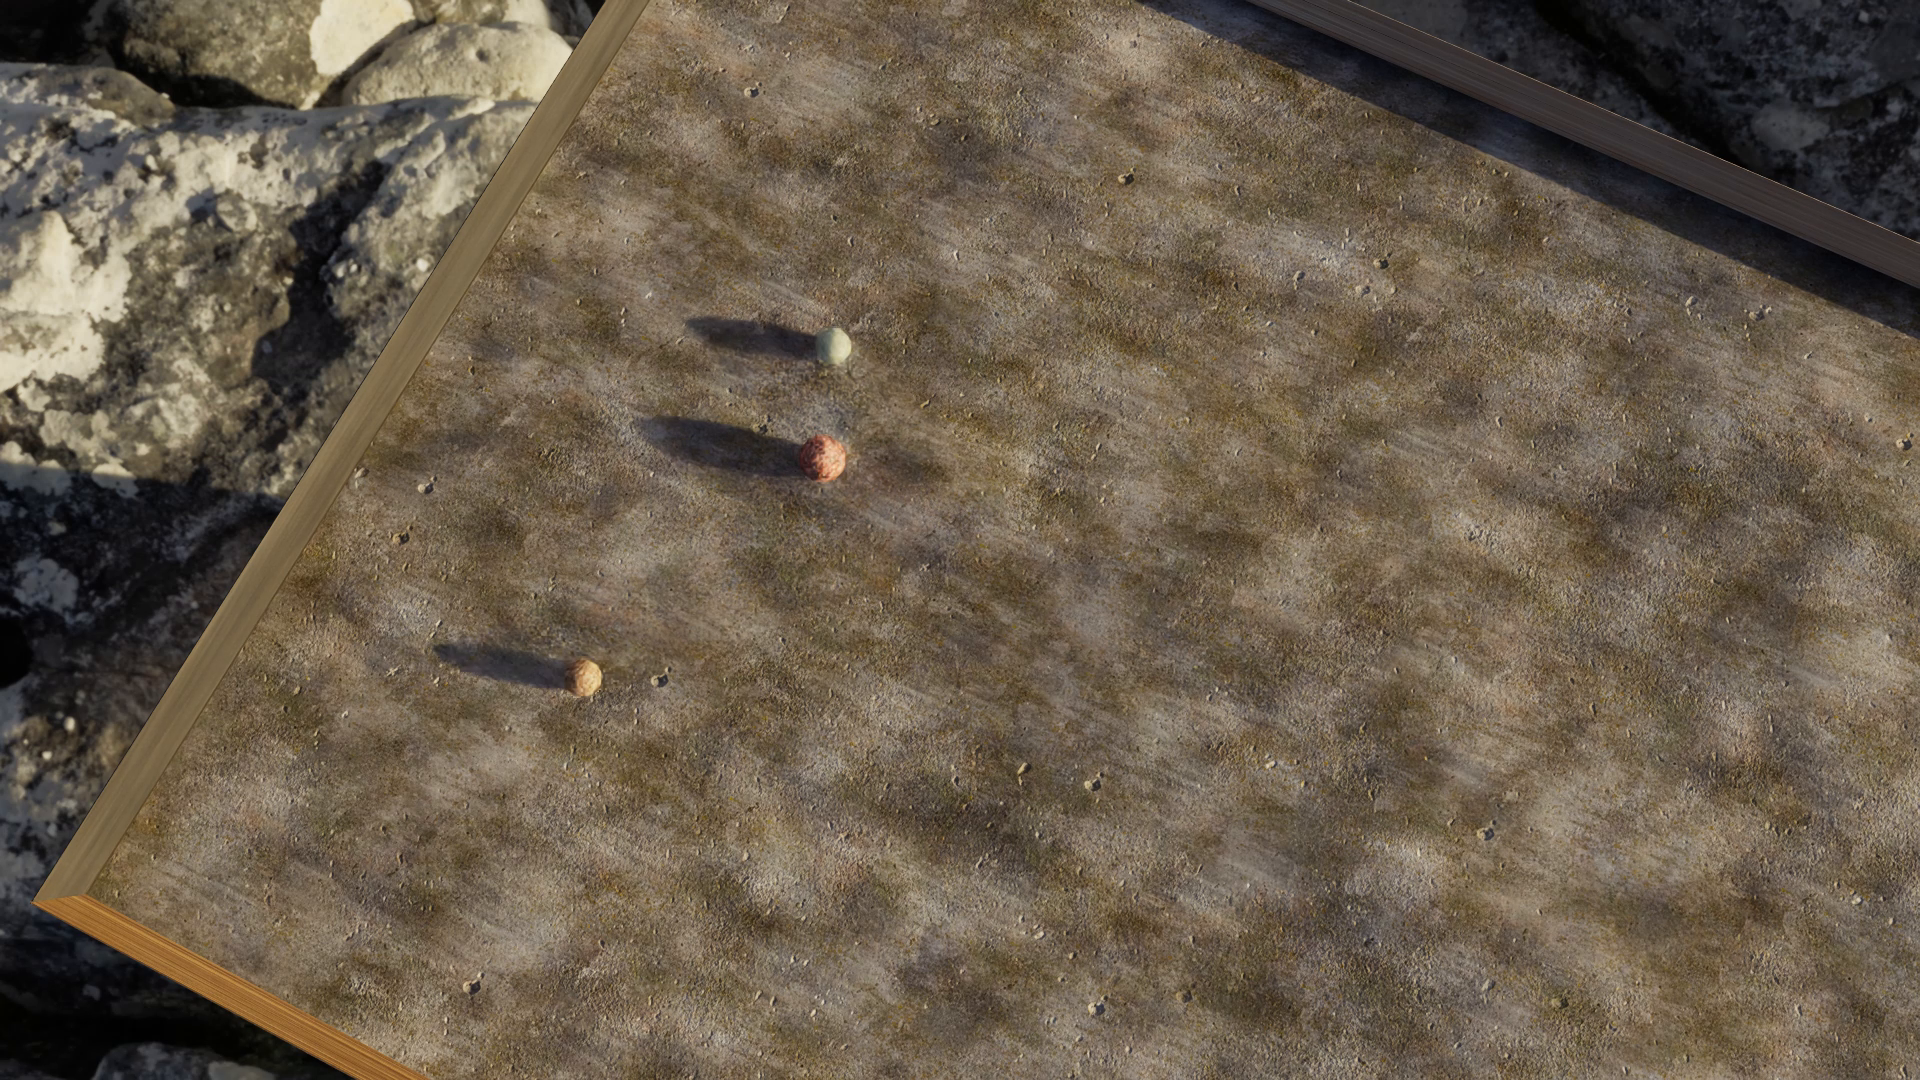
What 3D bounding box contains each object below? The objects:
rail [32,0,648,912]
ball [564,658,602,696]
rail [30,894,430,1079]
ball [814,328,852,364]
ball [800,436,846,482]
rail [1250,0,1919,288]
[{"bbox_3d":[-0.820,-0.396,3.530,0.045,0.095,2.231,25,73,8],"label":"rail"},{"bbox_3d":[-0.574,0.210,3.348,0.057,0.057,0.057,0,71,0],"label":"ball"},{"bbox_3d":[0.351,1.321,2.954,3.766,0.095,0.045,25,73,8],"label":"rail"},{"bbox_3d":[-0.204,-0.310,3.521,0.058,0.058,0.058,0,71,0],"label":"ball"},{"bbox_3d":[-0.216,-0.127,3.452,0.073,0.073,0.073,0,71,0],"label":"ball"},{"bbox_3d":[1.332,-0.529,3.575,3.766,0.095,0.045,25,73,8],"label":"rail"}]
